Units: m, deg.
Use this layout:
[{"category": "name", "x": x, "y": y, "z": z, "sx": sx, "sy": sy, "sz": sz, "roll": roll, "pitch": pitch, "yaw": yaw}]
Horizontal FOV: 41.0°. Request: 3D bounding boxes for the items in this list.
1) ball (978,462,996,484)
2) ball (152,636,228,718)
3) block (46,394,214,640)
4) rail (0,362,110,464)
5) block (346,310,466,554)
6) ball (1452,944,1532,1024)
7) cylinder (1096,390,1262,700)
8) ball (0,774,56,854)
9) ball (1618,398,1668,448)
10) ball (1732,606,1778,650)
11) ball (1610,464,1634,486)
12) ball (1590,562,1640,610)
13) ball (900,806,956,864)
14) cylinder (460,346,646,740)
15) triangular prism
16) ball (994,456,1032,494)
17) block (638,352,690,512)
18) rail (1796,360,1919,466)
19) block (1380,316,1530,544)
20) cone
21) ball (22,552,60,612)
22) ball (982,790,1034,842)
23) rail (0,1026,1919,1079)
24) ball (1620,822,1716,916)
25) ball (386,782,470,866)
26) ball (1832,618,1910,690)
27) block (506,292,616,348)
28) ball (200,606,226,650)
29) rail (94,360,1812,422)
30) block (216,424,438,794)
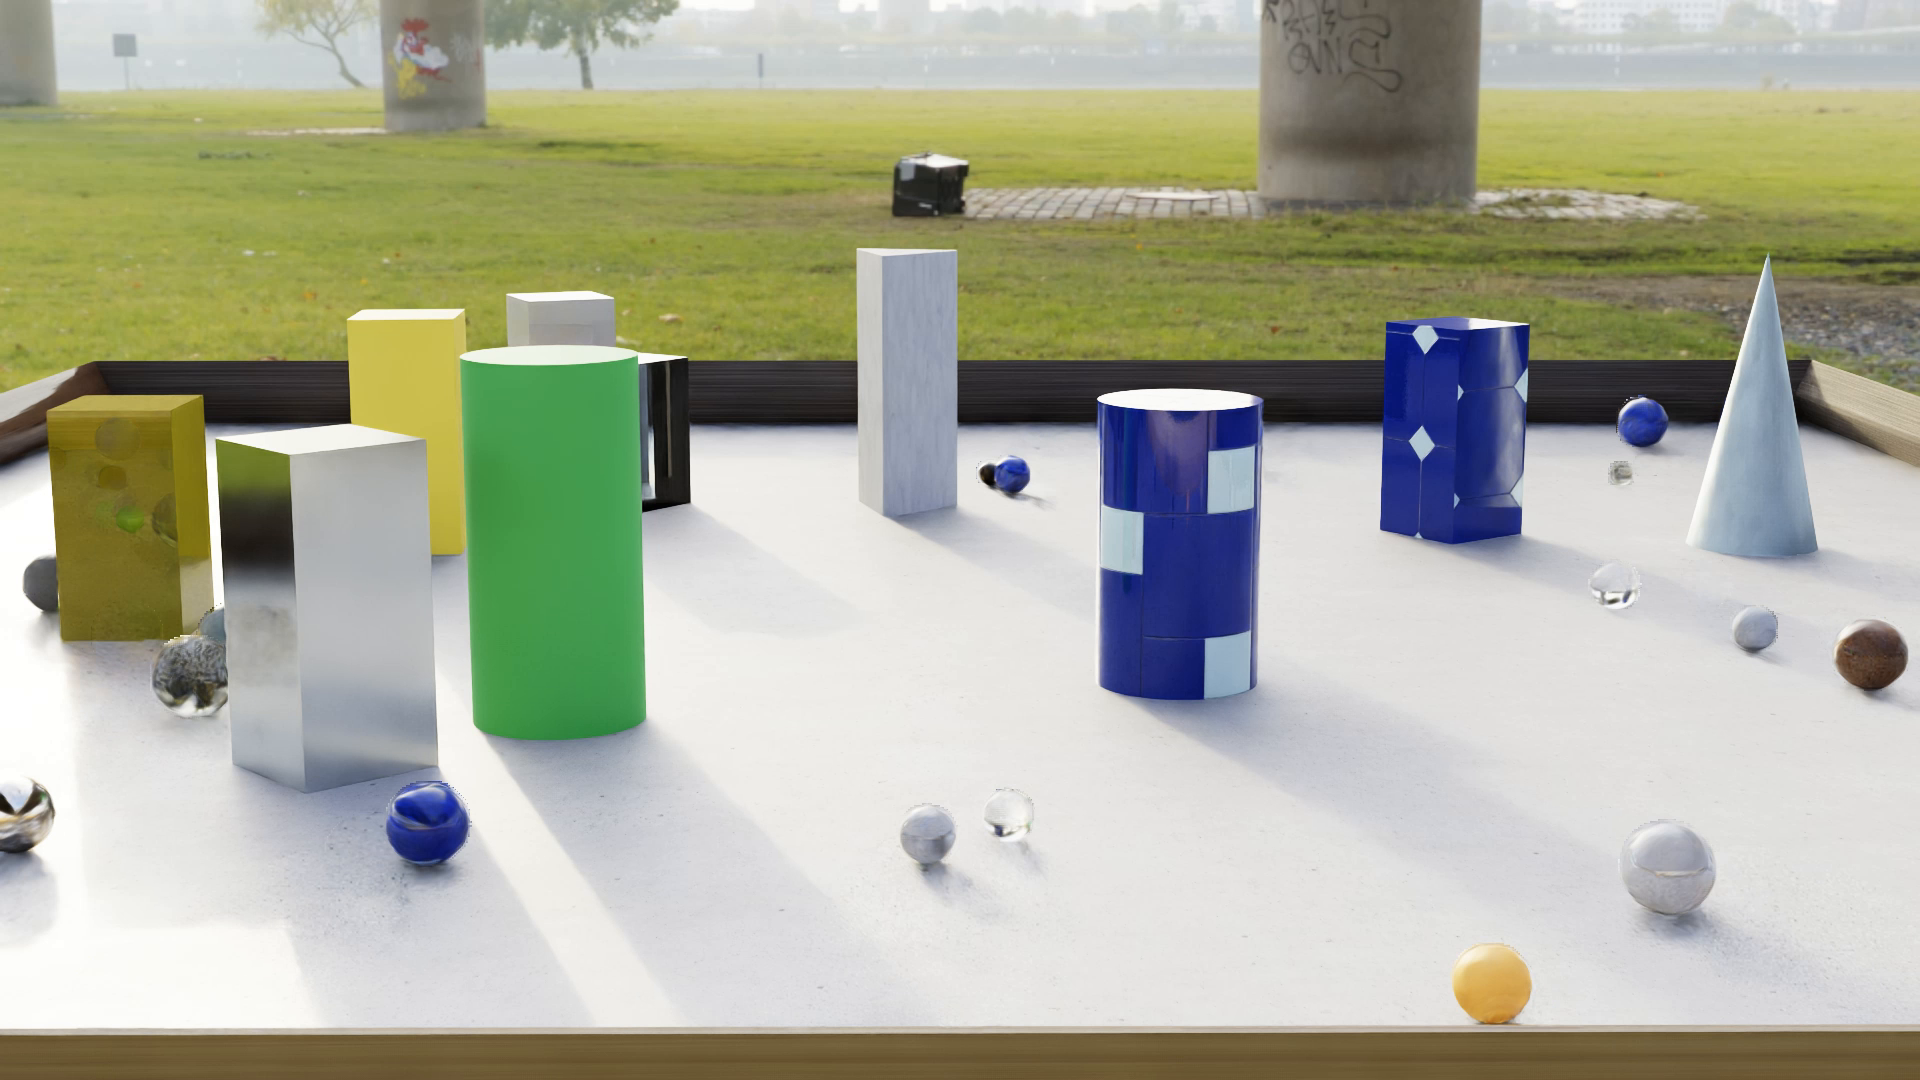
[{"category": "ball", "x": 0.052, "y": -0.116, "z": 4.490, "sx": 0.040, "sy": 0.040, "sz": 0.040, "roll": 0, "pitch": 11, "yaw": 0}, {"category": "ball", "x": -0.863, "y": 0.154, "z": 2.891, "sx": 0.091, "sy": 0.091, "sz": 0.091, "roll": 0, "pitch": 11, "yaw": 0}, {"category": "block", "x": -1.073, "y": -0.031, "z": 3.331, "sx": 0.155, "sy": 0.296, "sz": 0.155, "roll": 0, "pitch": 11, "yaw": -1}, {"category": "rail", "x": -1.738, "y": 0.034, "z": 3.439, "sx": 0.045, "sy": 0.126, "sz": 3.702, "roll": 0, "pitch": 11, "yaw": 0}, {"category": "block", "x": -0.833, "y": -0.166, "z": 3.897, "sx": 0.155, "sy": 0.354, "sz": 0.155, "roll": -1, "pitch": 11, "yaw": -4}, {"category": "ball", "x": 0.409, "y": 0.341, "z": 1.972, "sx": 0.060, "sy": 0.060, "sz": 0.060, "roll": 0, "pitch": 11, "yaw": 0}, {"category": "cylinder", "x": 0.258, "y": 0.002, "z": 3.038, "sx": 0.194, "sy": 0.339, "sz": 0.194, "roll": 0, "pitch": 11, "yaw": 0}, {"category": "ball", "x": -0.883, "y": 0.256, "z": 2.396, "sx": 0.073, "sy": 0.073, "sz": 0.073, "roll": 0, "pitch": 11, "yaw": 0}, {"category": "ball", "x": 1.312, "y": -0.226, "z": 4.931, "sx": 0.094, "sy": 0.094, "sz": 0.094, "roll": 0, "pitch": 11, "yaw": 0}, {"category": "ball", "x": 0.998, "y": 0.111, "z": 3.224, "sx": 0.055, "sy": 0.055, "sz": 0.055, "roll": 0, "pitch": 11, "yaw": 0}, {"category": "ball", "x": 1.154, "y": -0.114, "z": 4.477, "sx": 0.040, "sy": 0.040, "sz": 0.040, "roll": 0, "pitch": 11, "yaw": 0}, {"category": "ball", "x": 0.885, "y": 0.062, "z": 3.466, "sx": 0.064, "sy": 0.064, "sz": 0.064, "roll": 0, "pitch": 11, "yaw": 0}, {"category": "ball", "x": -0.030, "y": 0.272, "z": 2.367, "sx": 0.052, "sy": 0.052, "sz": 0.052, "roll": 0, "pitch": 11, "yaw": 0}, {"category": "cylinder", "x": -0.451, "y": -0.001, "z": 2.856, "sx": 0.194, "sy": 0.411, "sz": 0.194, "roll": 0, "pitch": 11, "yaw": 0}, {"category": "triangular prism", "x": -0.116, "y": -0.266, "z": 4.246, "sx": 0.145, "sy": 0.424, "sz": 0.168, "roll": 10, "pitch": 14, "yaw": 43}, {"category": "ball", "x": 0.090, "y": -0.112, "z": 4.402, "sx": 0.064, "sy": 0.064, "sz": 0.064, "roll": 0, "pitch": 11, "yaw": 0}, {"category": "block", "x": -0.560, "y": -0.180, "z": 4.272, "sx": 0.155, "sy": 0.246, "sz": 0.155, "roll": 8, "pitch": 13, "yaw": 35}, {"category": "rail", "x": 1.738, "y": 0.031, "z": 3.459, "sx": 0.045, "sy": 0.126, "sz": 3.702, "roll": 0, "pitch": 11, "yaw": 0}, {"category": "block", "x": 0.773, "y": -0.175, "z": 4.014, "sx": 0.155, "sy": 0.329, "sz": 0.155, "roll": -8, "pitch": 13, "yaw": -35}, {"category": "cone", "x": 1.215, "y": -0.213, "z": 3.895, "sx": 0.194, "sy": 0.448, "sz": 0.194, "roll": 0, "pitch": 11, "yaw": 0}, {"category": "ball", "x": -1.218, "y": 0.057, "z": 3.446, "sx": 0.081, "sy": 0.081, "sz": 0.081, "roll": 0, "pitch": 11, "yaw": 0}, {"category": "ball", "x": 0.046, "y": 0.262, "z": 2.432, "sx": 0.049, "sy": 0.049, "sz": 0.049, "roll": 0, "pitch": 11, "yaw": 0}, {"category": "rail", "x": 0.011, "y": 0.366, "z": 1.652, "sx": 3.523, "sy": 0.126, "sz": 0.045, "roll": 0, "pitch": 11, "yaw": 0}, {"category": "ball", "x": 0.614, "y": 0.284, "z": 2.223, "sx": 0.080, "sy": 0.080, "sz": 0.080, "roll": 0, "pitch": 11, "yaw": 0}, {"category": "ball", "x": -0.490, "y": 0.261, "z": 2.361, "sx": 0.075, "sy": 0.075, "sz": 0.075, "roll": 0, "pitch": 11, "yaw": 0}, {"category": "ball", "x": 1.072, "y": 0.134, "z": 3.021, "sx": 0.085, "sy": 0.085, "sz": 0.085, "roll": 0, "pitch": 11, "yaw": 0}, {"category": "block", "x": -0.708, "y": -0.274, "z": 4.571, "sx": 0.155, "sy": 0.321, "sz": 0.155, "roll": -5, "pitch": 11, "yaw": -23}, {"category": "ball", "x": -0.883, "y": 0.118, "z": 3.117, "sx": 0.080, "sy": 0.080, "sz": 0.080, "roll": 0, "pitch": 11, "yaw": 0}, {"category": "rail", "x": -0.011, "y": -0.301, "z": 5.246, "sx": 3.523, "sy": 0.126, "sz": 0.045, "roll": 0, "pitch": 11, "yaw": 0}, {"category": "block", "x": -0.657, "y": 0.066, "z": 2.667, "sx": 0.155, "sy": 0.347, "sz": 0.155, "roll": -10, "pitch": 14, "yaw": -42}]
